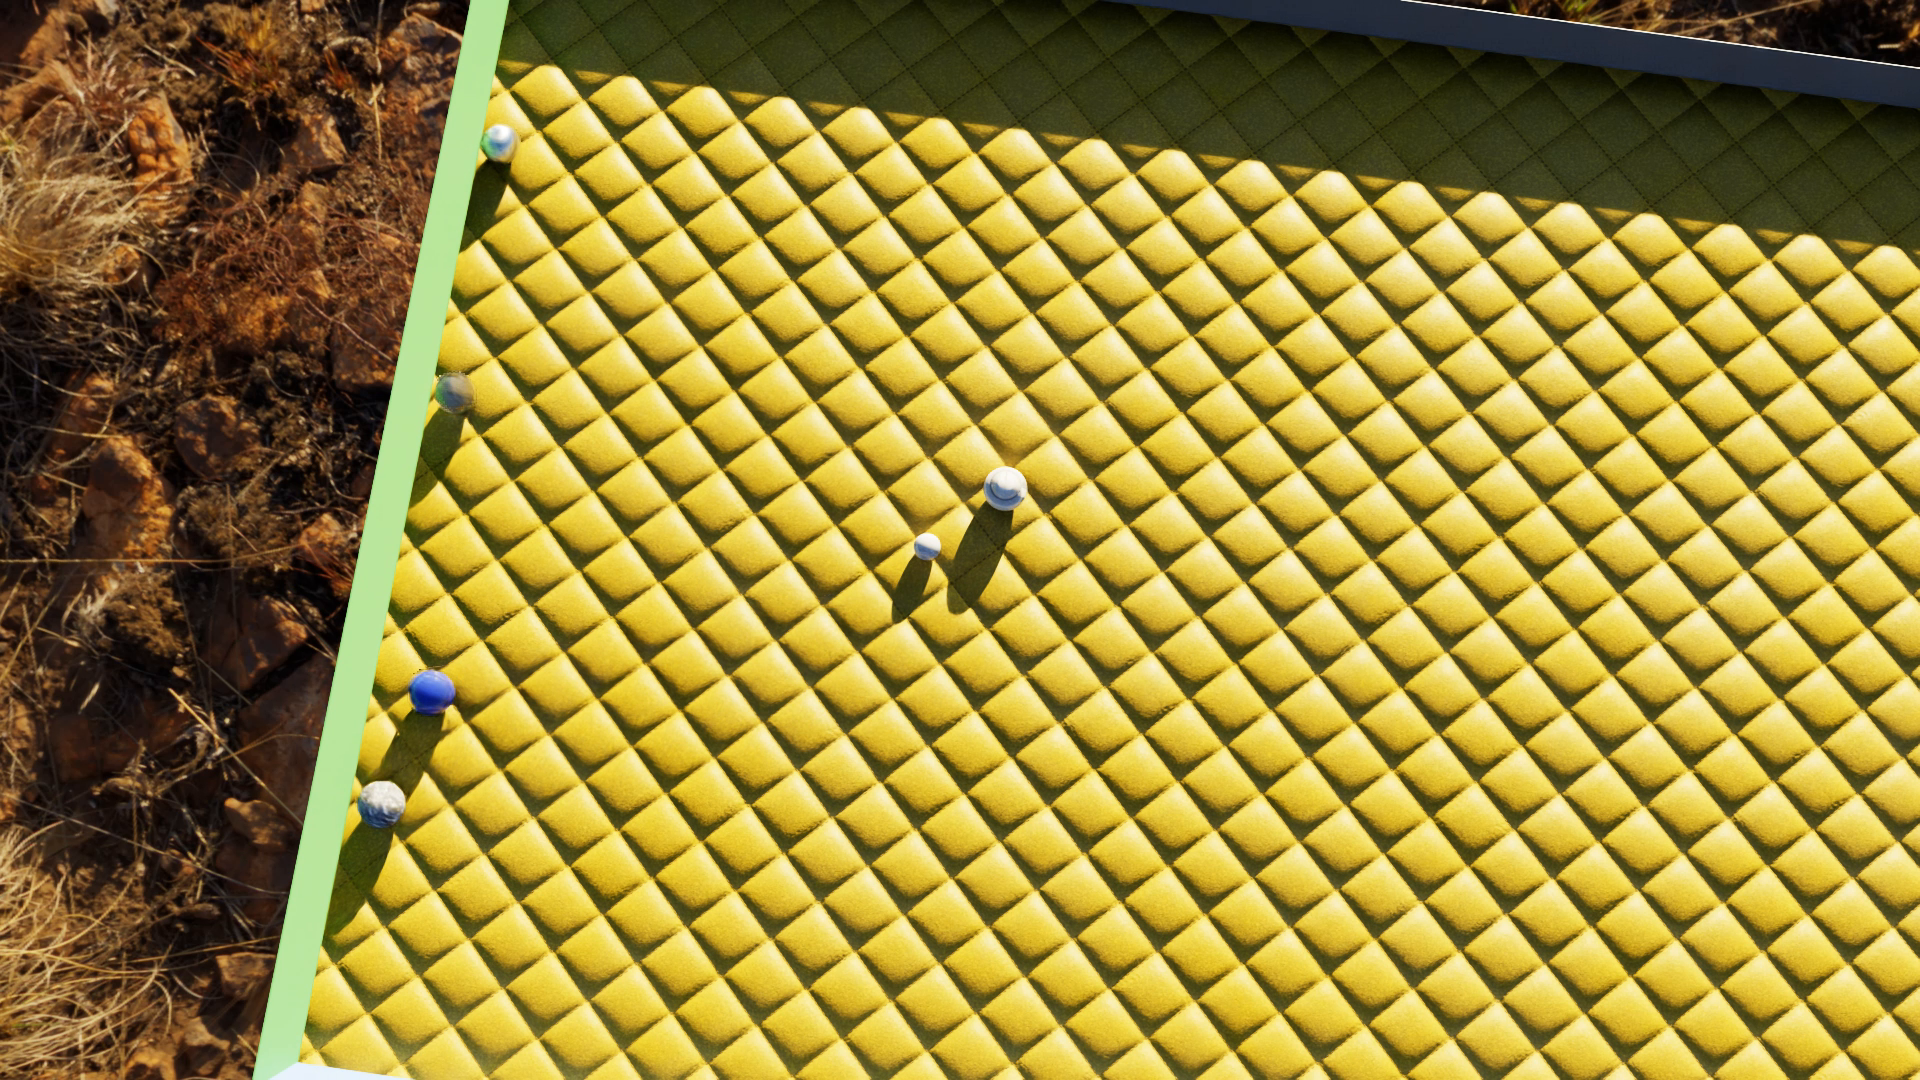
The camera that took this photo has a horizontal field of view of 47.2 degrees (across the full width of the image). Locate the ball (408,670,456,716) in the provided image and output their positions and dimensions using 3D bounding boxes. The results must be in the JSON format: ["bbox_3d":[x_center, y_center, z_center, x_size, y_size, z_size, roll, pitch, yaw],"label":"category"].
[{"bbox_3d":[-0.782,0.226,3.257,0.067,0.067,0.067,0,78,0],"label":"ball"}]

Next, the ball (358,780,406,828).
[{"bbox_3d":[-0.848,0.387,3.223,0.069,0.069,0.069,0,78,0],"label":"ball"}]

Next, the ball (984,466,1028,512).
[{"bbox_3d":[0.068,-0.077,3.320,0.067,0.067,0.067,0,78,0],"label":"ball"}]

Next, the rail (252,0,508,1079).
[{"bbox_3d":[-0.841,-0.121,3.318,0.045,0.089,1.873,8,78,2],"label":"rail"}]

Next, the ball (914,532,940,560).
[{"bbox_3d":[-0.050,0.010,3.316,0.042,0.042,0.042,0,78,0],"label":"ball"}]

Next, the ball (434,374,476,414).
[{"bbox_3d":[-0.771,-0.223,3.354,0.061,0.061,0.061,0,78,0],"label":"ball"}]

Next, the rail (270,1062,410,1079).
[{"bbox_3d":[0.736,1.003,3.084,3.495,0.089,0.045,8,78,2],"label":"rail"}]

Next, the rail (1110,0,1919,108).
[{"bbox_3d":[0.994,-0.767,3.452,3.495,0.089,0.045,8,78,2],"label":"rail"}]

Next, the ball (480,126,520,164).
[{"bbox_3d":[-0.718,-0.617,3.436,0.060,0.060,0.060,0,78,0],"label":"ball"}]
